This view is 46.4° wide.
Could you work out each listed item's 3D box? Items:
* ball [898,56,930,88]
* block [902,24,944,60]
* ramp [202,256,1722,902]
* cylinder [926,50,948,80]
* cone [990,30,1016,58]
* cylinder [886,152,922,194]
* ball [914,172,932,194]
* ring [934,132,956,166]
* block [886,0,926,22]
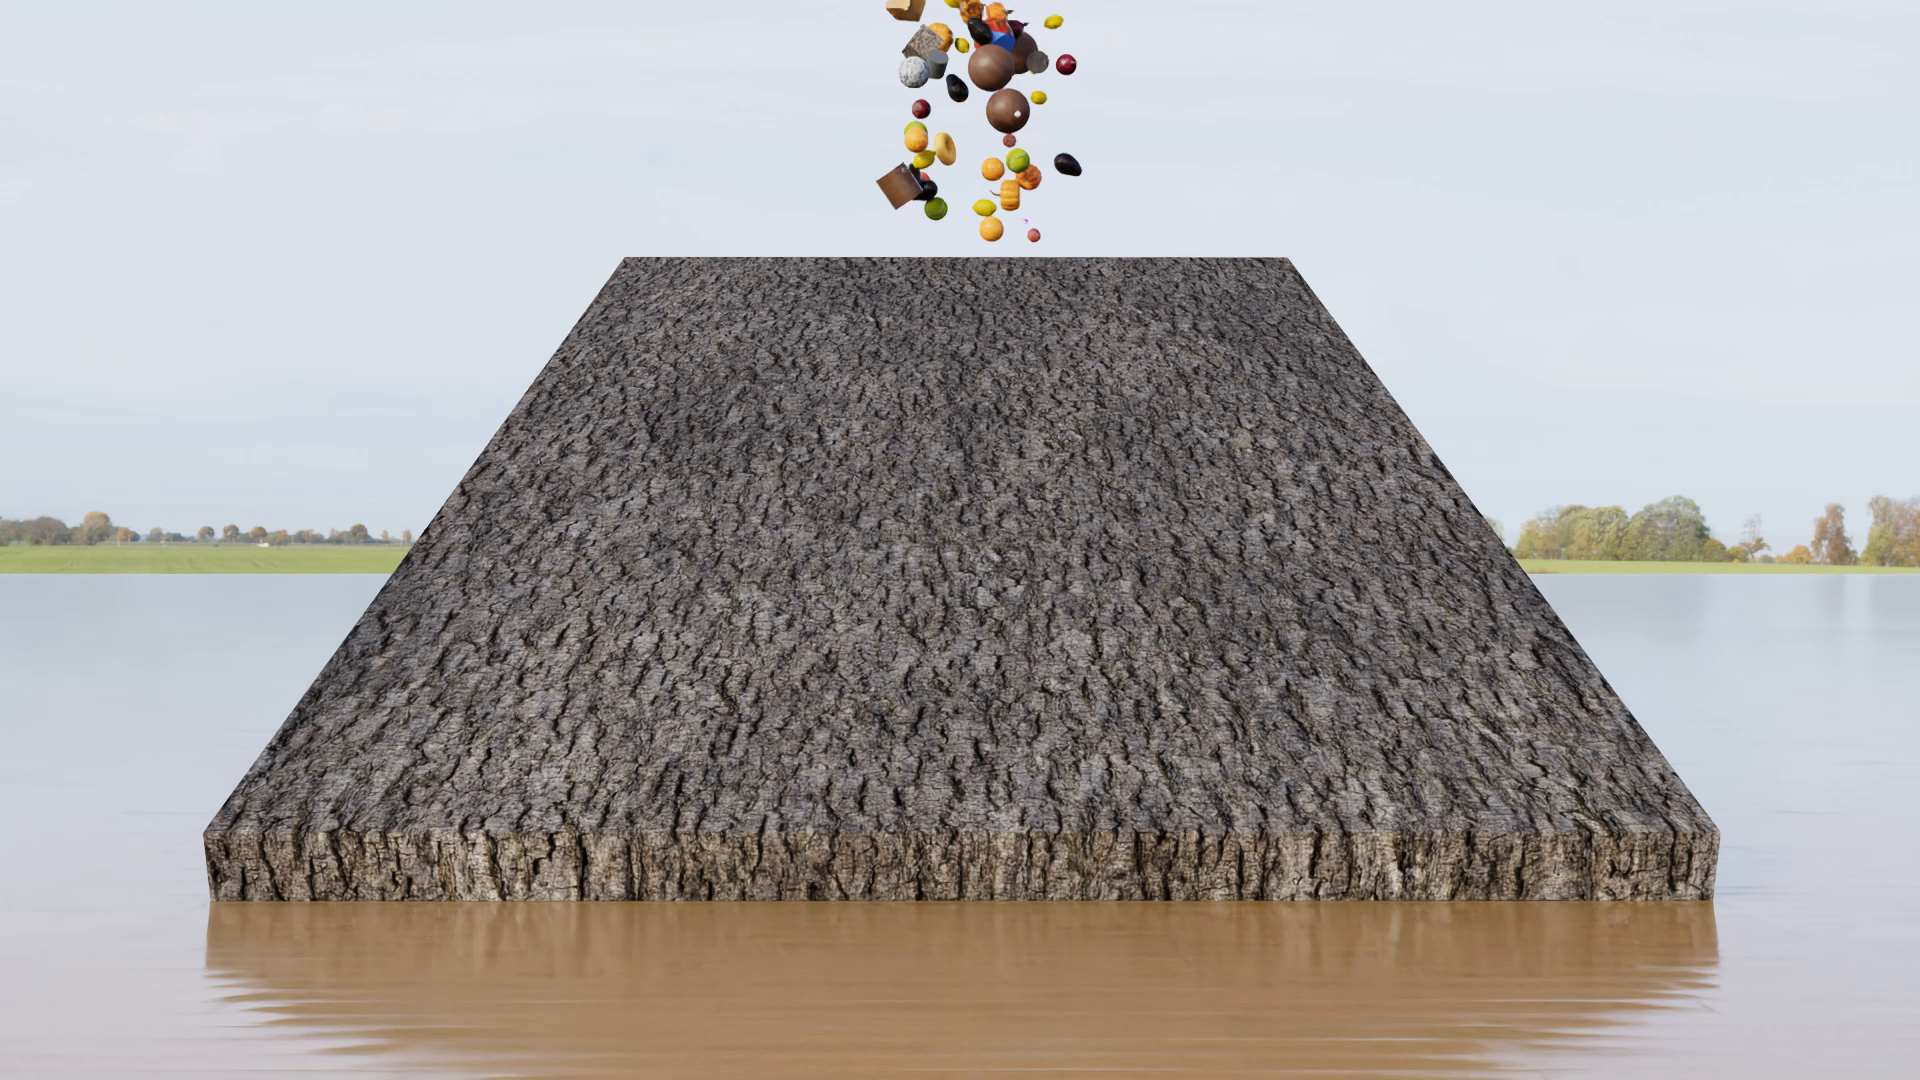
[{"bbox_3d":[-0.126,-1.284,6.145,0.088,0.088,0.088,0,-1,0],"label":"ball"},{"bbox_3d":[-0.106,-1.411,6.400,0.079,0.079,0.079,38,-15,-9],"label":"block"},{"bbox_3d":[-0.004,-0.187,4.864,2.000,0.100,4.000,0,18,0],"label":"ramp"},{"bbox_3d":[-0.067,-1.347,6.336,0.059,0.059,0.059,0,-36,-17],"label":"cylinder"},{"bbox_3d":[0.103,-1.419,6.320,0.077,0.077,0.077,-26,-32,-17],"label":"cone"},{"bbox_3d":[-0.158,-1.034,6.296,0.099,0.099,0.099,2,-2,0],"label":"cylinder"},{"bbox_3d":[-0.118,-1.049,6.573,0.067,0.067,0.067,0,-1,0],"label":"ball"},{"bbox_3d":[-0.043,-1.145,6.551,0.034,0.101,0.101,-12,-6,26],"label":"ring"},{"bbox_3d":[-0.160,-1.592,6.630,0.079,0.079,0.079,13,-10,28],"label":"block"}]
